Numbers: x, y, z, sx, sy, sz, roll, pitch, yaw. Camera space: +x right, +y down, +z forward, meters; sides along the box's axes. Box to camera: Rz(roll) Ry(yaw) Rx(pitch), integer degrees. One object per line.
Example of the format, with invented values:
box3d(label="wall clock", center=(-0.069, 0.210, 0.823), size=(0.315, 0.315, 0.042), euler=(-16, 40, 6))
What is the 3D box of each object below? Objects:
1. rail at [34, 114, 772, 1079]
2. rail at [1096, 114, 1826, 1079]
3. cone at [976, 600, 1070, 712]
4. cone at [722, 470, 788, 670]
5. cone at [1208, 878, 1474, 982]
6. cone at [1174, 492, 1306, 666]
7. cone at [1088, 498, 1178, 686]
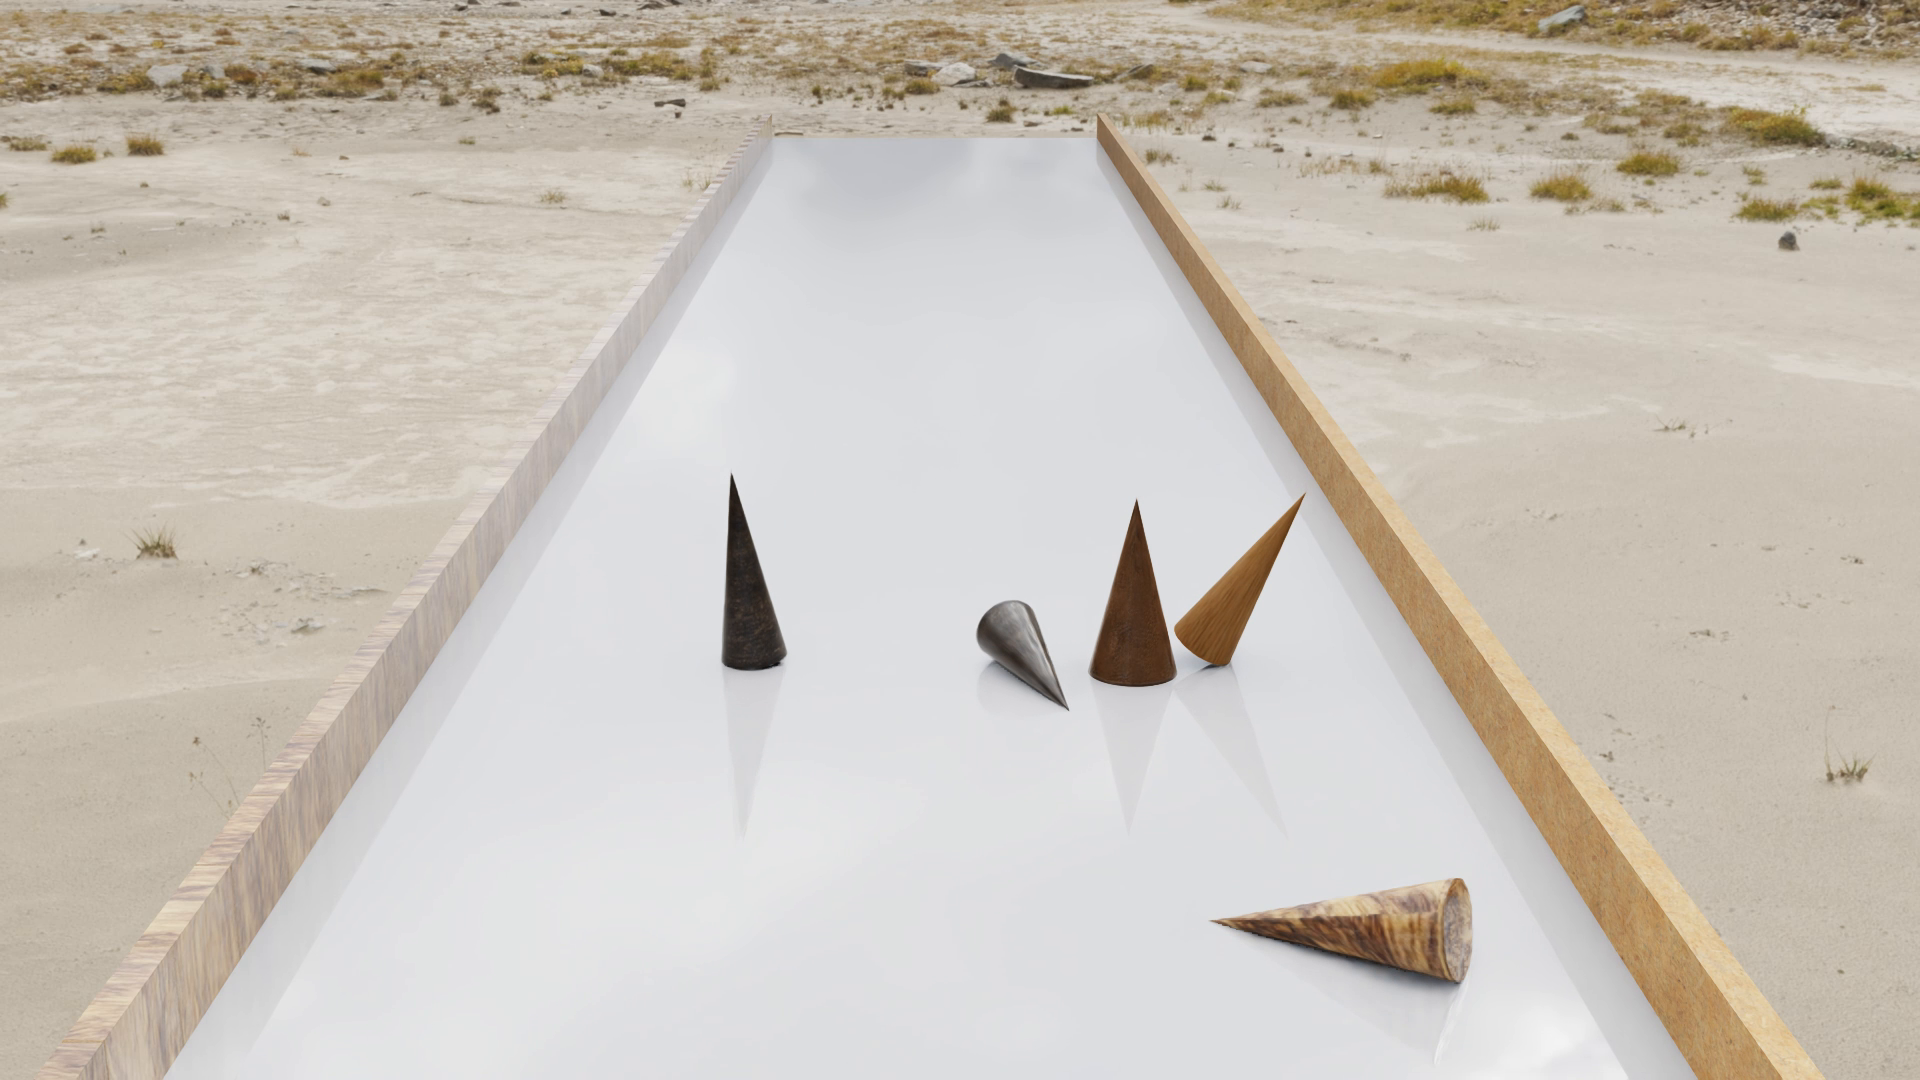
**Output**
box3d(label="rail", center=(-1.118, -0.838, 7.780), size=(0.050, 0.150, 12.000), euler=(0, 17, -1))
box3d(label="rail", center=(0.932, -0.844, 7.801), size=(0.050, 0.150, 12.000), euler=(0, 17, -1))
box3d(label="cone", center=(0.150, 0.250, 4.273), size=(0.131, 0.131, 0.322), euler=(-6, 29, -20))
box3d(label="cone", center=(-0.430, 0.047, 4.355), size=(0.134, 0.396, 0.134), euler=(-5, 19, 2))
box3d(label="cone", center=(0.540, 0.562, 3.211), size=(0.383, 0.146, 0.146), euler=(-3, 13, 29))
box3d(label="cone", center=(0.578, 0.056, 4.328), size=(0.132, 0.392, 0.132), euler=(25, 26, -13))
box3d(label="cone", center=(0.341, 0.089, 4.302), size=(0.178, 0.358, 0.178), euler=(0, 17, 0))
